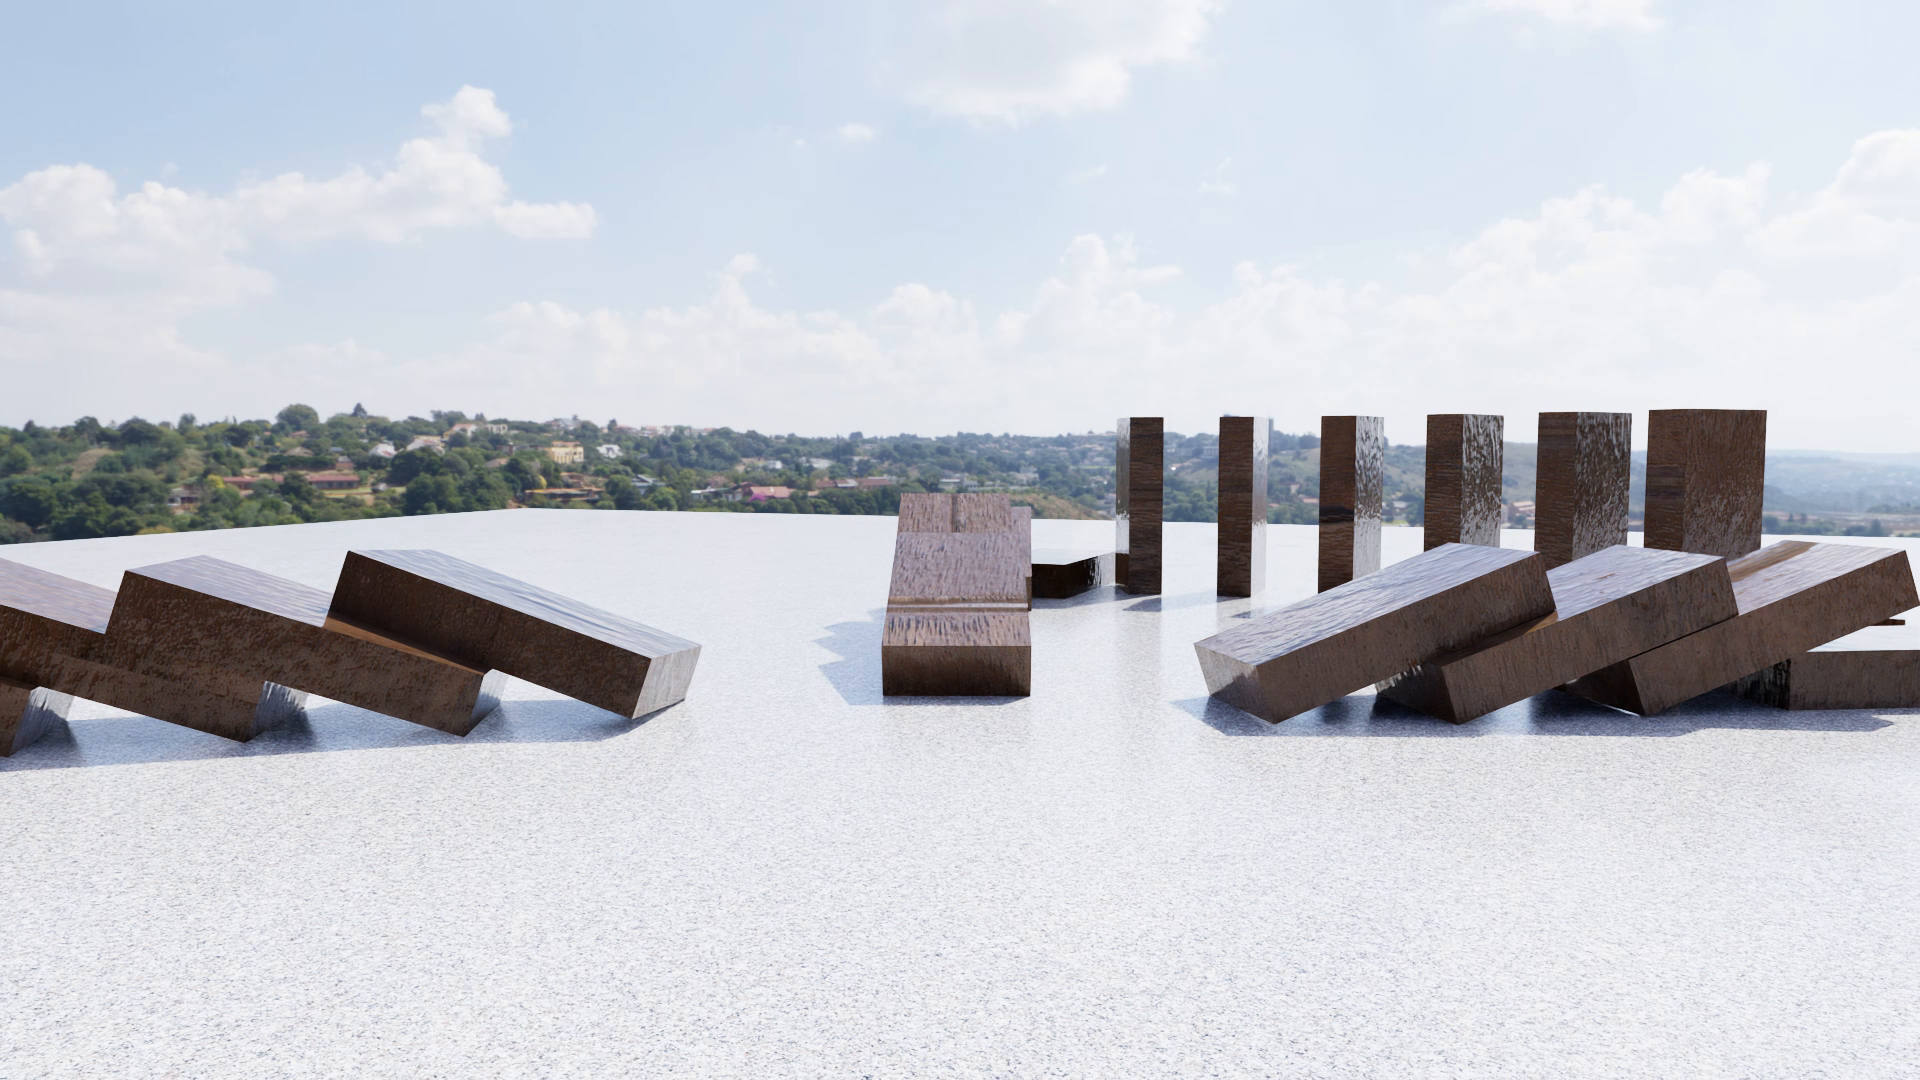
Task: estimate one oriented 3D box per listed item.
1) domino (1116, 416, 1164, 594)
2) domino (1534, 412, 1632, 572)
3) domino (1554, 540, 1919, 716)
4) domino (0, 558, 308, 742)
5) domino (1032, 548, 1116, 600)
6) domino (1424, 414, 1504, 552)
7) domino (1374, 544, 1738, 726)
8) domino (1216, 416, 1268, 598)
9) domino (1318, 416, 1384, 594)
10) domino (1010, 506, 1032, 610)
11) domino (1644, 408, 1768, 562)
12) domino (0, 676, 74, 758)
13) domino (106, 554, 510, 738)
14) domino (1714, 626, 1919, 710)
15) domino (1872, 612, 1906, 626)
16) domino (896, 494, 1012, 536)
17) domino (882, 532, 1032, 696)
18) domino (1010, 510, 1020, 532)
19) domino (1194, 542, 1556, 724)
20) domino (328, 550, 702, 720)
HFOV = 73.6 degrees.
[{"bbox_3d":[0.052,-0.010,0.373,0.010,0.050,0.025,0,4,-2],"label":"domino"},{"bbox_3d":[0.151,-0.006,0.310,0.025,0.050,0.010,-3,5,-35],"label":"domino"},{"bbox_3d":[0.127,0.014,0.214,0.050,0.010,0.025,-20,6,-6],"label":"domino"},{"bbox_3d":[-0.126,0.016,0.190,0.050,0.009,0.025,19,1,-10],"label":"domino"},{"bbox_3d":[0.027,0.009,0.380,0.025,0.009,0.050,2,5,23],"label":"domino"},{"bbox_3d":[0.131,-0.007,0.333,0.009,0.050,0.025,4,6,44],"label":"domino"},{"bbox_3d":[0.095,0.014,0.209,0.050,0.009,0.025,-19,7,-8],"label":"domino"},{"bbox_3d":[0.081,-0.010,0.367,0.009,0.050,0.025,2,5,22],"label":"domino"},{"bbox_3d":[0.108,-0.009,0.353,0.010,0.050,0.025,3,5,34],"label":"domino"},{"bbox_3d":[0.007,0.004,0.349,0.025,0.010,0.050,0,22,3],"label":"domino"},{"bbox_3d":[0.165,-0.004,0.284,0.025,0.050,0.009,-2,5,-23],"label":"domino"},{"bbox_3d":[-0.154,0.016,0.178,0.050,0.009,0.025,19,-3,-20],"label":"domino"},{"bbox_3d":[-0.096,0.015,0.194,0.050,0.010,0.025,18,1,-9],"label":"domino"},{"bbox_3d":[0.156,0.021,0.219,0.050,0.009,0.025,0,4,-6],"label":"domino"},{"bbox_3d":[0.182,0.018,0.270,0.025,0.010,0.050,3,5,35],"label":"domino"},{"bbox_3d":[-0.001,0.006,0.275,0.025,0.010,0.050,0,30,1],"label":"domino"},{"bbox_3d":[0.000,0.012,0.238,0.025,0.010,0.050,0,22,1],"label":"domino"},{"bbox_3d":[0.002,0.006,0.319,0.025,0.010,0.050,1,23,4],"label":"domino"},{"bbox_3d":[0.066,0.014,0.209,0.050,0.009,0.025,-20,7,-10],"label":"domino"},{"bbox_3d":[-0.069,0.014,0.204,0.050,0.009,0.025,19,2,6],"label":"domino"}]
